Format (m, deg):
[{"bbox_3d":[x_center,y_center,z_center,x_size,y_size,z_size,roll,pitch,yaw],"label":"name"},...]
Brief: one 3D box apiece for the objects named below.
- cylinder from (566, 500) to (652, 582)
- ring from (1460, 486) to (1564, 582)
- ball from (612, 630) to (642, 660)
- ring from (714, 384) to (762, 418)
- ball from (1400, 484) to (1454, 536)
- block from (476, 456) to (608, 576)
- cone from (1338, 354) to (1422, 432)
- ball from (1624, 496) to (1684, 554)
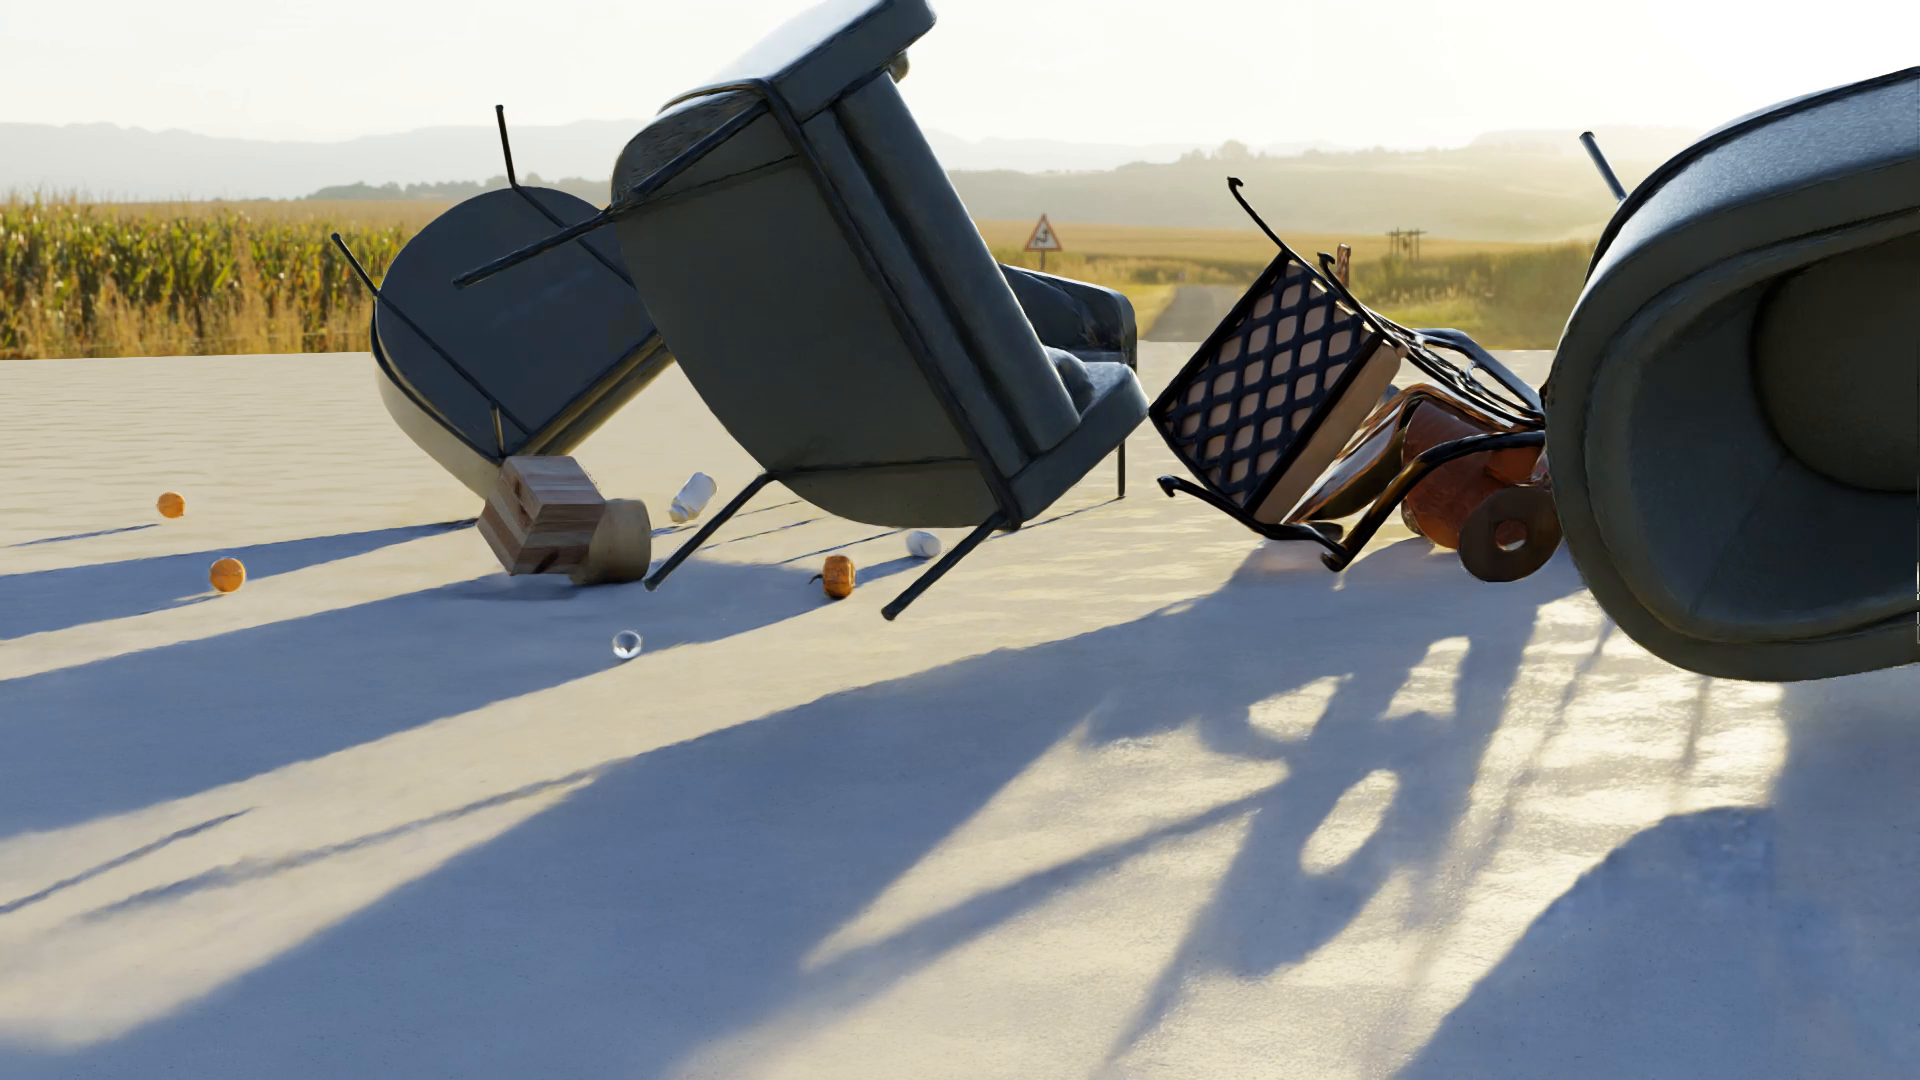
[{"bbox_3d":[-0.758,0.002,5.514,0.148,0.180,0.128,6,14,-28],"label":"cylinder"},{"bbox_3d":[0.988,-0.010,4.602,0.046,0.157,0.249,-37,-8,-43],"label":"ring"},{"bbox_3d":[-0.573,0.181,4.414,0.050,0.050,0.050,0,6,0],"label":"ball"},{"bbox_3d":[-0.548,-0.341,6.331,0.138,0.057,0.090,-10,34,41],"label":"ring"},{"bbox_3d":[1.183,-0.076,6.494,0.134,0.134,0.134,0,6,0],"label":"ball"},{"bbox_3d":[-0.881,-0.052,5.400,0.165,0.190,0.161,-1,41,-44],"label":"block"},{"bbox_3d":[1.111,-0.419,6.915,0.257,0.115,0.155,43,24,7],"label":"cone"},{"bbox_3d":[1.647,-0.035,6.082,0.137,0.137,0.137,0,6,0],"label":"ball"}]
